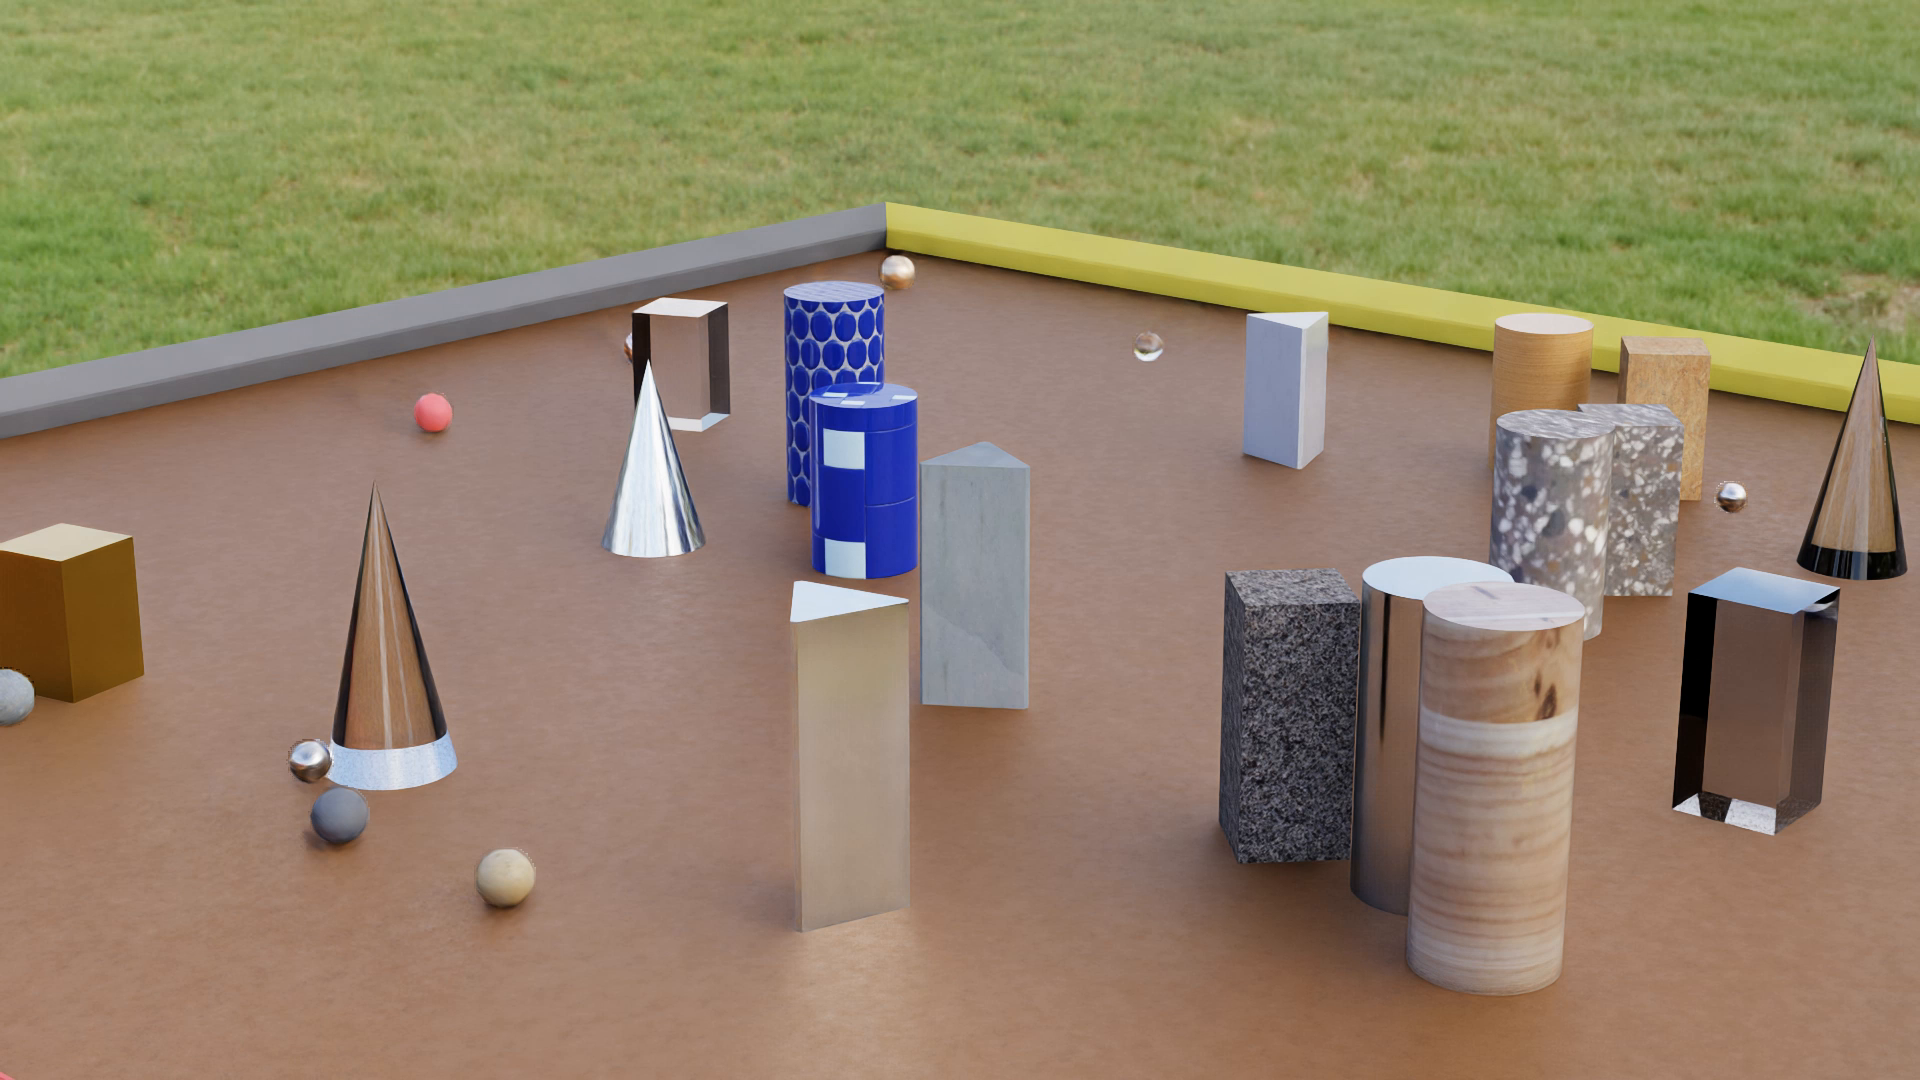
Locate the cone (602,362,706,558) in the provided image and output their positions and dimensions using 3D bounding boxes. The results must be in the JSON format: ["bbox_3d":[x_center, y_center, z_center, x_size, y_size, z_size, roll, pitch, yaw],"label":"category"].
[{"bbox_3d":[-0.567,-0.163,5.384,0.193,0.347,0.193,0,17,0],"label":"cone"}]

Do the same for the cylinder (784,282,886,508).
[{"bbox_3d":[-0.241,-0.282,5.676,0.193,0.406,0.193,0,17,0],"label":"cylinder"}]

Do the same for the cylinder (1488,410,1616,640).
[{"bbox_3d":[0.988,-0.024,4.915,0.193,0.353,0.193,0,17,0],"label":"cylinder"}]

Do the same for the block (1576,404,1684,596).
[{"bbox_3d":[1.168,-0.072,5.154,0.155,0.306,0.155,0,17,1],"label":"block"}]

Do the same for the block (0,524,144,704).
[{"bbox_3d":[-1.419,0.114,4.663,0.155,0.233,0.155,9,19,28],"label":"block"}]

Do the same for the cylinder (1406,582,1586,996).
[{"bbox_3d":[0.659,0.305,3.618,0.193,0.472,0.193,0,17,0],"label":"cylinder"}]

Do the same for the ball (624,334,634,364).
[{"bbox_3d":[-0.733,-0.444,6.769,0.085,0.085,0.085,0,17,0],"label":"ball"}]

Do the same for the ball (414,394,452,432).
[{"bbox_3d":[-1.114,-0.269,6.198,0.080,0.080,0.080,0,17,0],"label":"ball"}]

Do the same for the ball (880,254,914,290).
[{"bbox_3d":[-0.161,-0.693,7.586,0.090,0.090,0.090,0,17,0],"label":"ball"}]

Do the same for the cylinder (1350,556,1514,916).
[{"bbox_3d":[0.617,0.257,3.844,0.193,0.433,0.193,0,17,0],"label":"cylinder"}]

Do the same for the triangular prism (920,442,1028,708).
[{"bbox_3d":[0.031,0.052,4.598,0.167,0.390,0.145,2,17,7],"label":"triangular prism"}]

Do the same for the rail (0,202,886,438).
[{"bbox_3d":[-1.651,-0.383,6.493,0.045,0.126,4.465,14,22,39],"label":"rail"}]

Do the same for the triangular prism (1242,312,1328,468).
[{"bbox_3d":[0.692,-0.314,5.983,0.145,0.290,0.167,-13,21,-36],"label":"triangular prism"}]

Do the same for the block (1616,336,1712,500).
[{"bbox_3d":[1.372,-0.240,5.742,0.155,0.288,0.155,2,17,7],"label":"block"}]

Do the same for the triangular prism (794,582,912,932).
[{"bbox_3d":[-0.173,0.273,3.812,0.167,0.421,0.145,-10,19,-30],"label":"triangular prism"}]

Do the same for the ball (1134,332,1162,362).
[{"bbox_3d":[0.438,-0.449,6.816,0.068,0.068,0.068,0,17,0],"label":"ball"}]

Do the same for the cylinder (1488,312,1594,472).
[{"bbox_3d":[1.164,-0.289,5.885,0.193,0.299,0.193,0,17,0],"label":"cylinder"}]

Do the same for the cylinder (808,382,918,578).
[{"bbox_3d":[-0.172,-0.108,5.263,0.193,0.313,0.193,0,17,0],"label":"cylinder"}]

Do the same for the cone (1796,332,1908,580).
[{"bbox_3d":[1.613,-0.162,5.239,0.193,0.430,0.193,0,17,0],"label":"cone"}]

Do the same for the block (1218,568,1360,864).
[{"bbox_3d":[0.448,0.239,4.015,0.155,0.368,0.155,-1,17,-5],"label":"block"}]

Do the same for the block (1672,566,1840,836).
[{"bbox_3d":[1.123,0.225,4.138,0.155,0.325,0.155,13,21,38],"label":"block"}]

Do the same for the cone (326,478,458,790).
[{"bbox_3d":[-0.841,0.121,4.273,0.193,0.445,0.193,0,17,0],"label":"cone"}]

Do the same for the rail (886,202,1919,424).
[{"bbox_3d":[1.448,-0.450,6.717,4.420,0.126,0.045,14,22,39],"label":"rail"}]

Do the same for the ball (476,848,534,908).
[{"bbox_3d":[-0.597,0.443,3.844,0.077,0.077,0.077,0,17,0],"label":"ball"}]

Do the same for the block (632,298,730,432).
[{"bbox_3d":[-0.595,-0.376,6.263,0.155,0.247,0.155,6,18,18],"label":"block"}]

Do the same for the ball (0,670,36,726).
[{"bbox_3d":[-1.463,0.242,4.497,0.086,0.086,0.086,0,17,0],"label":"ball"}]

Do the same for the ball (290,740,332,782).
[{"bbox_3d":[-0.946,0.323,4.270,0.061,0.061,0.061,0,17,0],"label":"ball"}]

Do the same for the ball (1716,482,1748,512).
[{"bbox_3d":[1.479,-0.081,5.616,0.057,0.057,0.057,0,17,0],"label":"ball"}]

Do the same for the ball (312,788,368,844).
[{"bbox_3d":[-0.857,0.381,4.051,0.077,0.077,0.077,0,17,0],"label":"ball"}]

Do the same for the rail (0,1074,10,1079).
[{"bbox_3d":[-1.448,0.513,3.524,4.420,0.126,0.045,14,22,39],"label":"rail"}]
